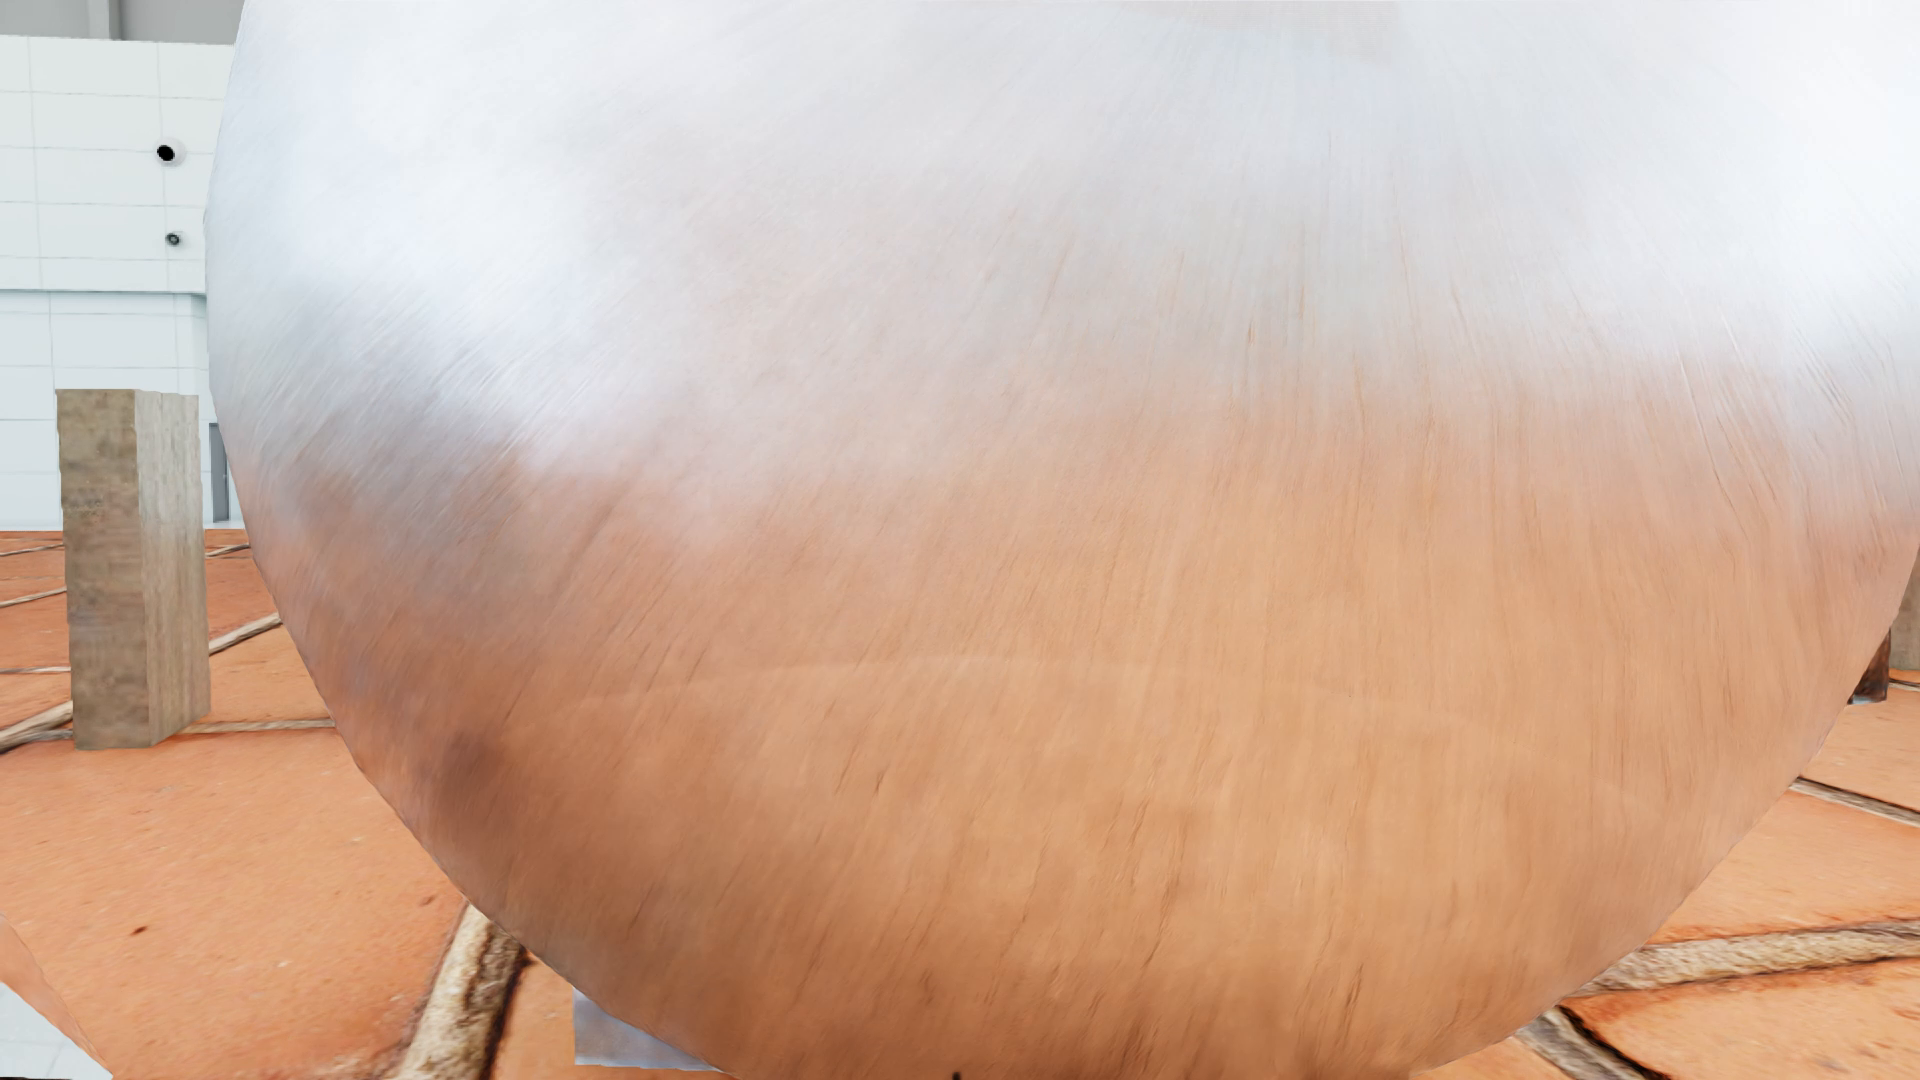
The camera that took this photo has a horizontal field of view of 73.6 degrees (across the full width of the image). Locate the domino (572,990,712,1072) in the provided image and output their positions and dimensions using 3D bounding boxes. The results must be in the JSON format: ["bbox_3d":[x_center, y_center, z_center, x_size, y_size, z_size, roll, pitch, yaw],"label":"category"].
[{"bbox_3d":[-0.011,0.030,0.111,0.025,0.010,0.050,0,4,6],"label":"domino"}]

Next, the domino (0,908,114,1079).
[{"bbox_3d":[-0.065,0.027,0.066,0.050,0.009,0.025,4,41,45],"label":"domino"}]

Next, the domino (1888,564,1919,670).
[{"bbox_3d":[0.175,-0.001,0.246,0.025,0.050,0.009,2,5,25],"label":"domino"}]

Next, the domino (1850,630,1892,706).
[{"bbox_3d":[0.144,0.001,0.220,0.009,0.050,0.025,-2,5,-25],"label":"domino"}]

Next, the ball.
[{"bbox_3d":[0.005,-0.011,0.070,0.080,0.080,0.080,0,4,0],"label":"ball"}]

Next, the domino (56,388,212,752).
[{"bbox_3d":[-0.121,0.003,0.189,0.010,0.050,0.025,-1,4,-13],"label":"domino"}]
